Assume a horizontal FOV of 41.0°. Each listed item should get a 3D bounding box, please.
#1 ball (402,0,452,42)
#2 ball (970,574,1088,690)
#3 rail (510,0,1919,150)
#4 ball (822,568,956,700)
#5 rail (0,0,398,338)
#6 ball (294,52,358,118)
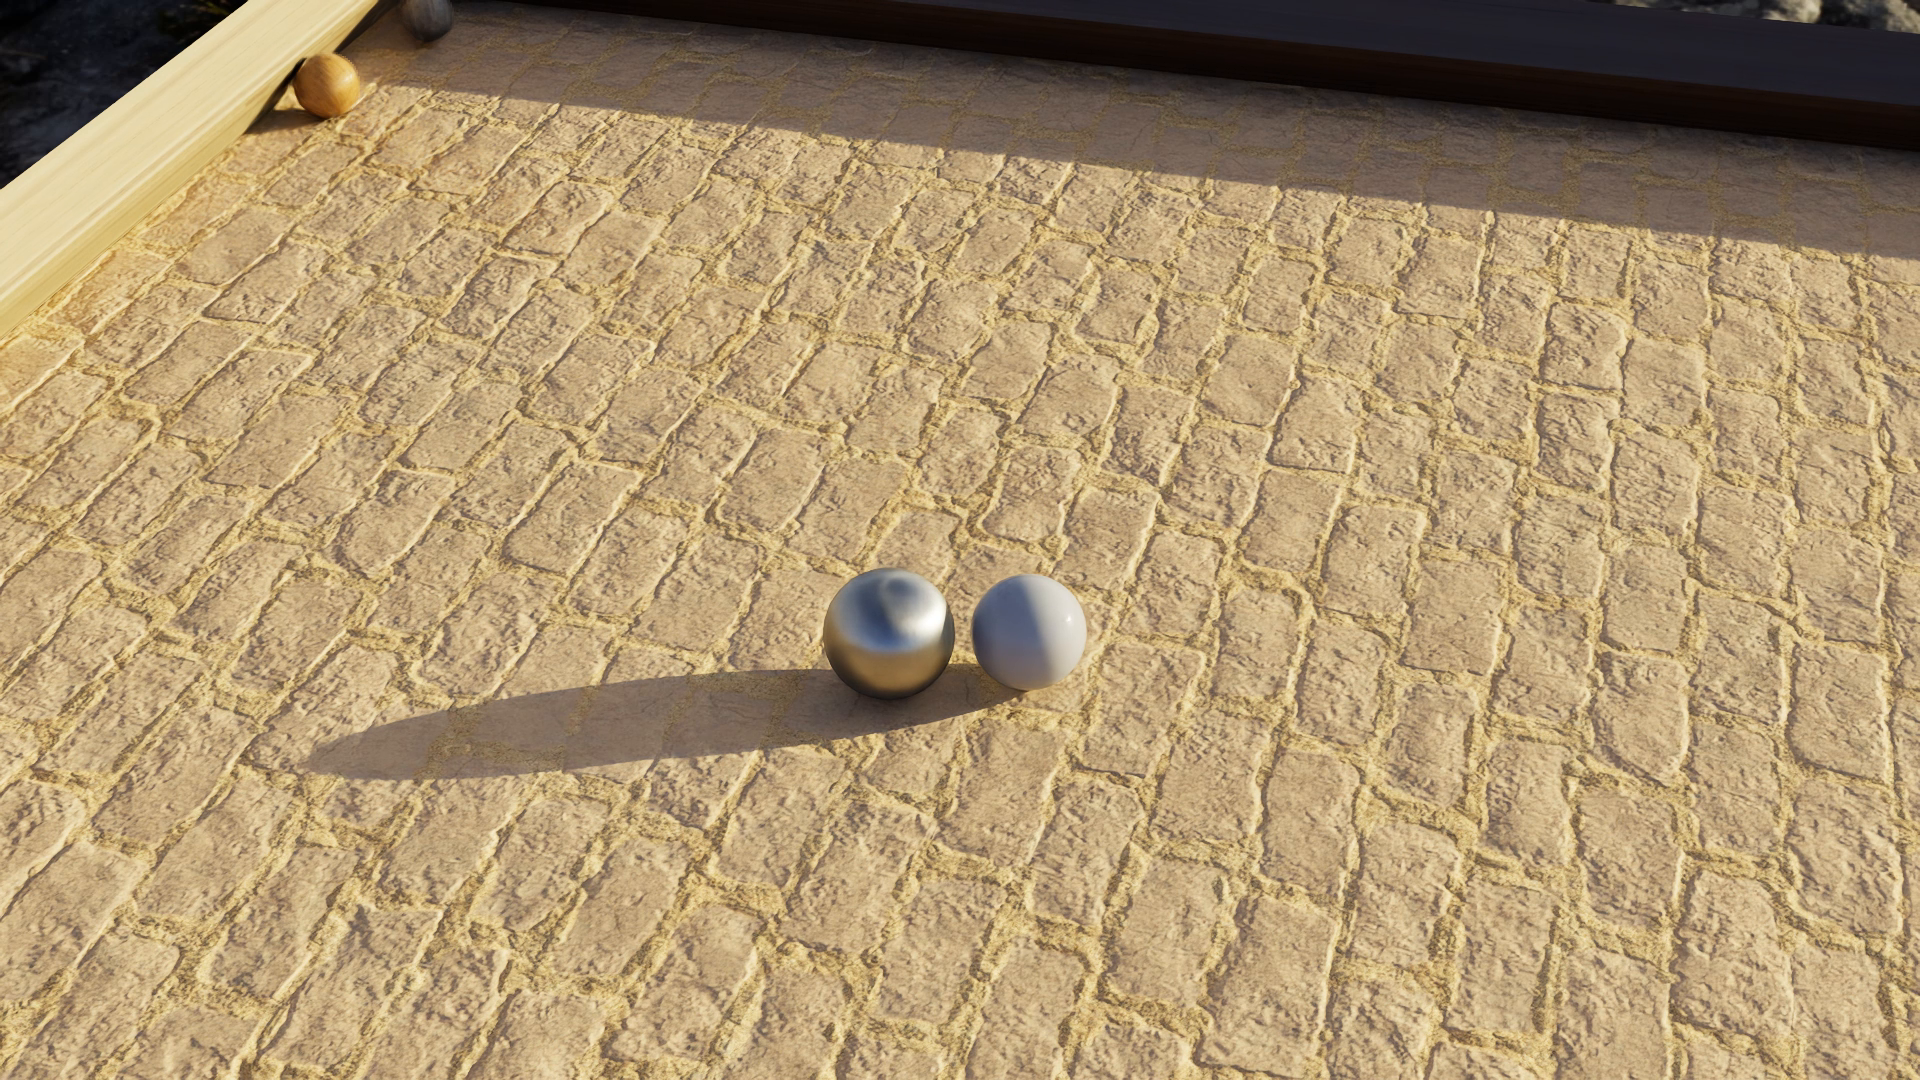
[{"bbox_3d":[-0.604,-0.595,2.912,0.056,0.056,0.056,0,34,0],"label":"ball"},{"bbox_3d":[0.050,0.068,1.893,0.087,0.087,0.087,0,34,0],"label":"ball"},{"bbox_3d":[1.174,-0.421,2.586,3.796,0.127,0.045,8,35,12],"label":"rail"},{"bbox_3d":[-0.052,0.069,1.882,0.098,0.098,0.098,0,34,0],"label":"ball"},{"bbox_3d":[-0.894,-0.158,2.193,0.045,0.127,2.033,8,35,12],"label":"rail"},{"bbox_3d":[-0.676,-0.485,2.737,0.068,0.068,0.068,0,34,0],"label":"ball"}]
